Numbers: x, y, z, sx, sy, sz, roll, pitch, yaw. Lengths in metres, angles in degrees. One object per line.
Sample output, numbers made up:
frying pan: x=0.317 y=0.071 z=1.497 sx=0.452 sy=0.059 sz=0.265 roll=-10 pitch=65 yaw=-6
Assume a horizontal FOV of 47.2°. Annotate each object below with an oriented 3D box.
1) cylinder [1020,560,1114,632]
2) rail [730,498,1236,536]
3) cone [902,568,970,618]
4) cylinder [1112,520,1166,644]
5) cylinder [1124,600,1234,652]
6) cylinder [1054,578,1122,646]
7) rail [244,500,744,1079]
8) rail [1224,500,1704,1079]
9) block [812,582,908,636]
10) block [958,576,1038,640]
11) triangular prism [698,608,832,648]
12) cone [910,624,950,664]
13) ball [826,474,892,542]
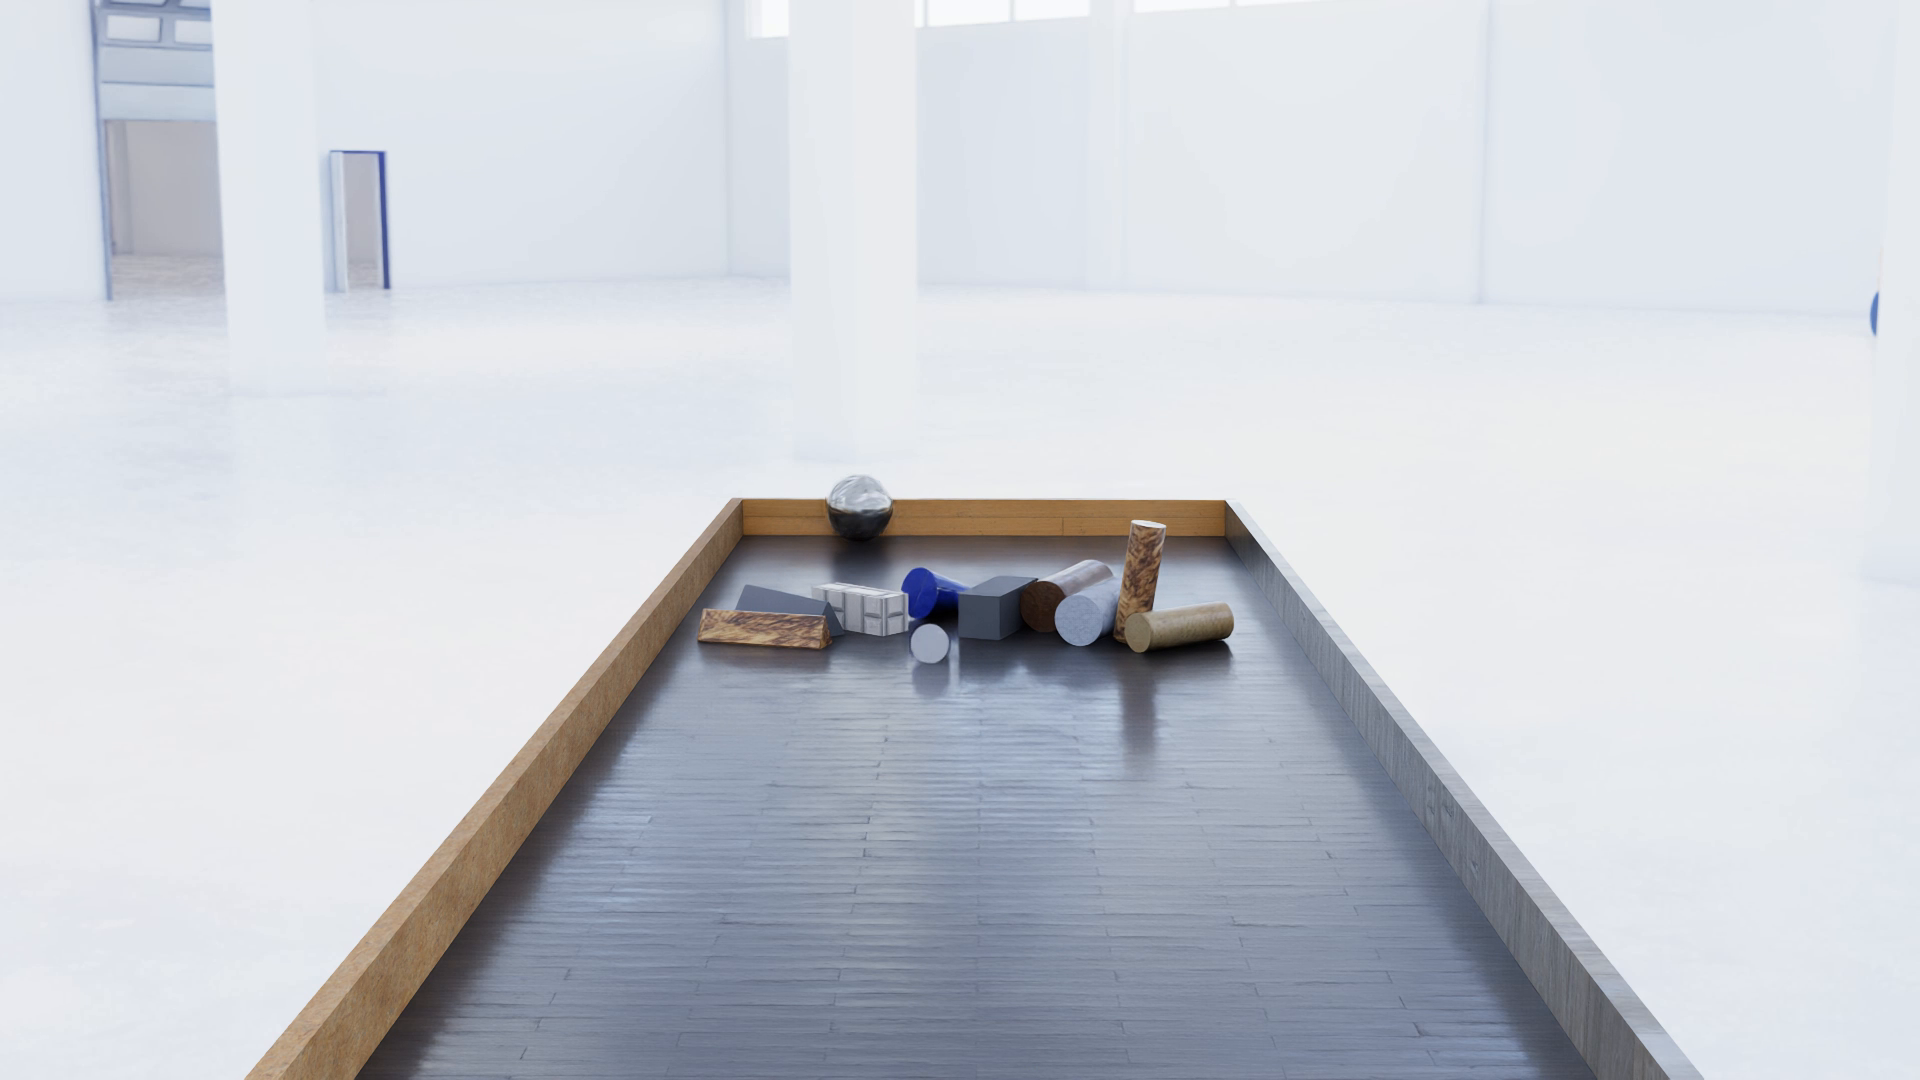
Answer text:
cylinder: x=0.362 y=0.183 z=7.317 sx=0.169 sy=0.169 sz=0.455 roll=4 pitch=10 yaw=23
rail: x=0.099 y=-0.098 z=9.147 sx=2.100 sy=0.150 sz=0.050 roll=0 pitch=9 yaw=1
cone: x=0.009 y=0.197 z=7.496 sx=0.172 sy=0.172 sz=0.426 roll=9 pitch=1 yaw=44
cylinder: x=0.565 y=0.133 z=6.923 sx=0.110 sy=0.377 sz=0.110 roll=8 pitch=10 yaw=-1
cylinder: x=0.691 y=0.271 z=6.905 sx=0.348 sy=0.123 sz=0.123 roll=-6 pitch=11 yaw=-35
cylinder: x=0.449 y=0.228 z=7.052 sx=0.163 sy=0.163 sz=0.348 roll=4 pitch=10 yaw=26
rail: x=-1.004 y=0.839 z=3.234 sx=0.050 sy=0.150 sz=12.000 roll=0 pitch=9 yaw=1
rail: x=1.046 y=0.843 z=3.208 sx=0.050 sy=0.150 sz=12.000 roll=0 pitch=9 yaw=1
block: x=-0.328 y=0.225 z=7.197 sx=0.316 sy=0.123 sz=0.123 roll=8 pitch=12 yaw=40
block: x=0.128 y=0.218 z=7.184 sx=0.140 sy=0.140 sz=0.371 roll=3 pitch=10 yaw=21
triangular prism: x=-0.620 y=0.275 z=6.959 sx=0.414 sy=0.094 sz=0.109 roll=3 pitch=9 yaw=17
cone: x=-0.060 y=0.319 z=6.810 sx=0.119 sy=0.119 sz=0.323 roll=2 pitch=-1 yaw=11
ball: x=-0.410 y=-0.130 z=8.956 sx=0.273 sy=0.273 sz=0.273 roll=0 pitch=9 yaw=0
